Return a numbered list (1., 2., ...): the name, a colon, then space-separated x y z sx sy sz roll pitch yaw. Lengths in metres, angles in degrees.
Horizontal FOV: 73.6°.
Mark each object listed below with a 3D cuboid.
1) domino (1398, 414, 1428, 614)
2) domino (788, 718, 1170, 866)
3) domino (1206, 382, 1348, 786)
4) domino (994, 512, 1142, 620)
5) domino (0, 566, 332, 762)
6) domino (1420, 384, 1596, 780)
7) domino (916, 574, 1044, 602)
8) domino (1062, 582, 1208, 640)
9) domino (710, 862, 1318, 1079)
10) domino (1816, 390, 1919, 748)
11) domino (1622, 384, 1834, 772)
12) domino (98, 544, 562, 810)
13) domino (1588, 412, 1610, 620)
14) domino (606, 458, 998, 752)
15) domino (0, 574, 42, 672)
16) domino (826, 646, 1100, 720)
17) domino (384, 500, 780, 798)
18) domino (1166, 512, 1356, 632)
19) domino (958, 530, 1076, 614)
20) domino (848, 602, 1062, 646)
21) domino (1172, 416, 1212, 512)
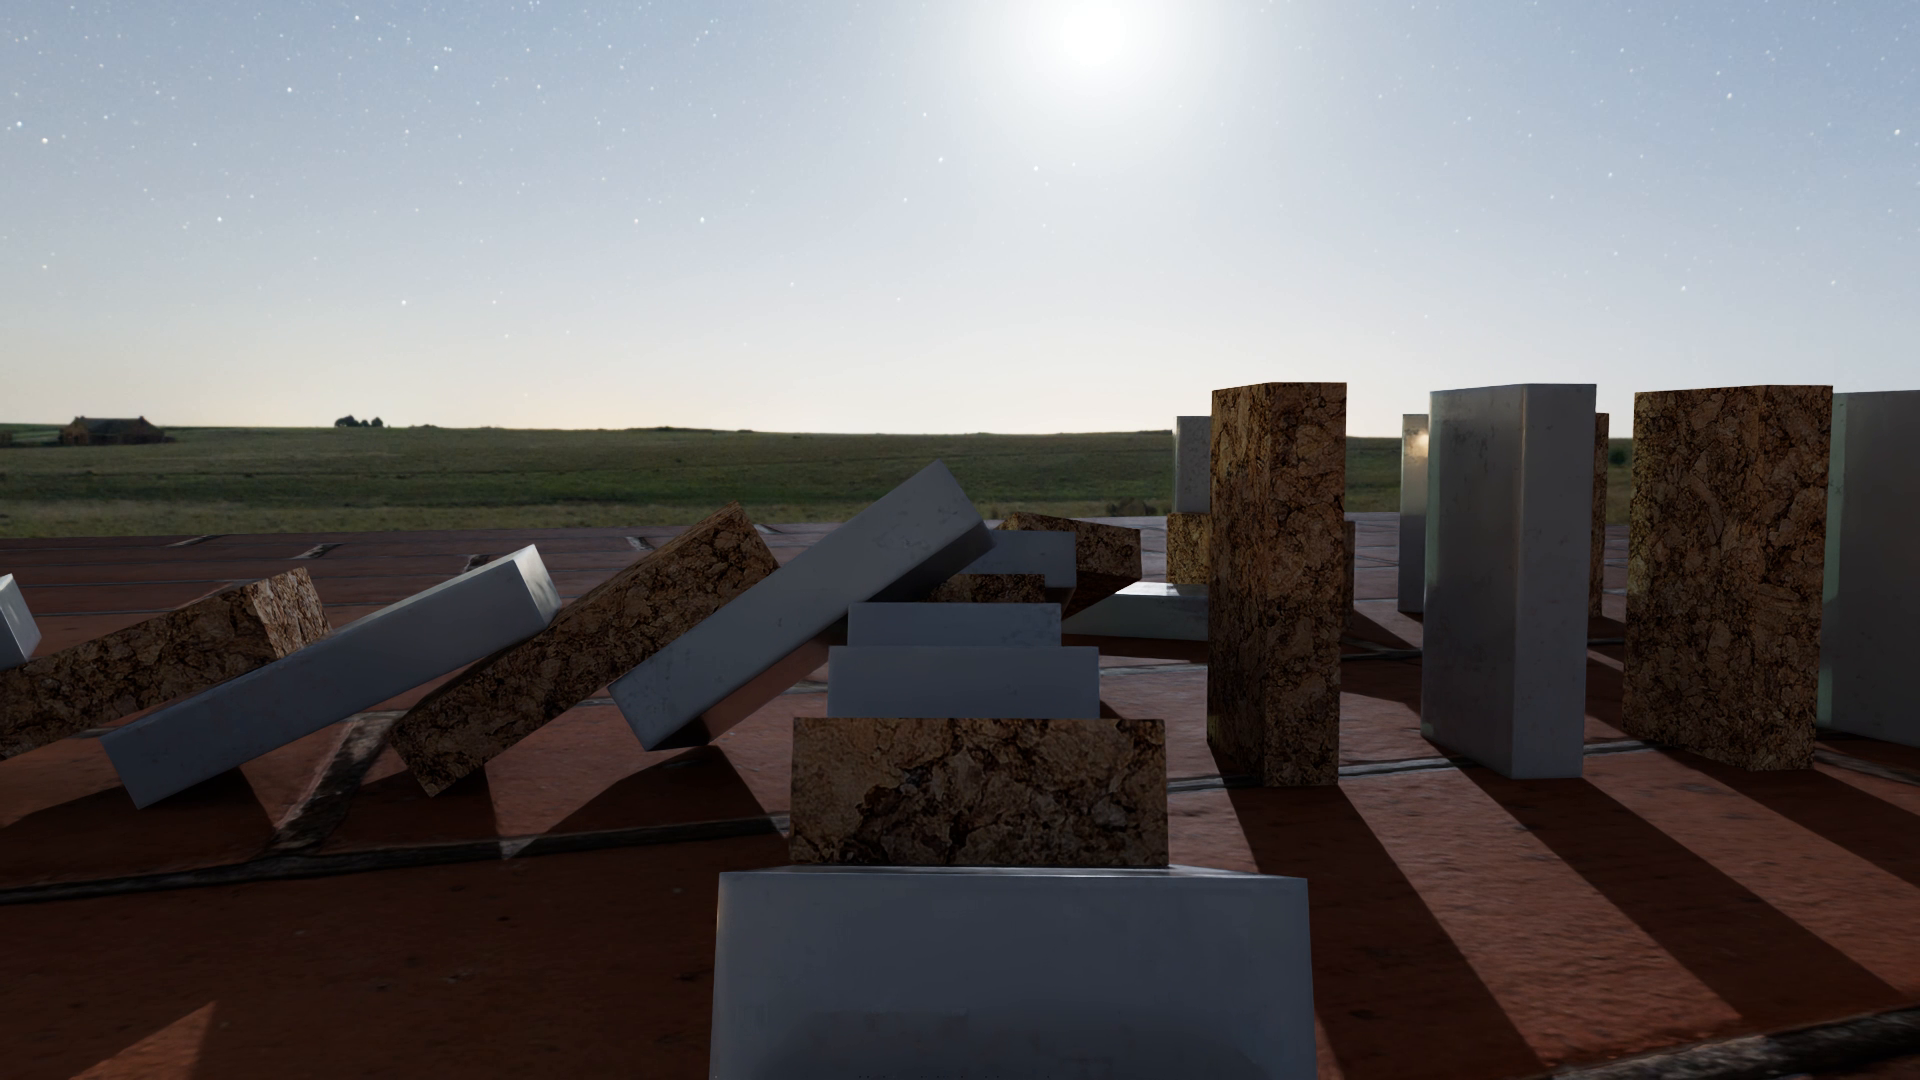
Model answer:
1. domino: 0.123 -0.007 0.332 0.009 0.050 0.025 3 5 37
2. domino: 0.002 0.022 0.110 0.025 0.010 0.050 0 -13 2
3. domino: 0.041 0.005 0.170 0.009 0.050 0.025 0 4 -5
4. domino: 0.012 0.008 0.253 0.025 0.009 0.050 8 -20 -21
5. domino: -0.108 0.018 0.159 0.050 0.010 0.025 -21 8 -10
6. domino: 0.073 0.005 0.174 0.010 0.050 0.025 0 4 -6
7. domino: 0.000 0.015 0.206 0.025 0.009 0.050 0 -13 1
8. domino: 0.045 0.016 0.293 0.050 0.010 0.025 2 5 20
9. domino: 0.003 0.025 0.078 0.025 0.009 0.050 0 -13 2
10. domino: 0.137 0.004 0.185 0.010 0.050 0.025 -1 5 -18
11. domino: 0.105 0.004 0.178 0.010 0.050 0.025 -1 4 -9
12. domino: -0.078 0.016 0.165 0.050 0.009 0.025 -25 9 -10
13. domino: 0.147 -0.006 0.311 0.025 0.050 0.010 -4 6 -45
14. domino: -0.019 0.009 0.169 0.050 0.010 0.025 -34 -9 1
15. domino: -0.141 0.019 0.153 0.050 0.009 0.025 -24 16 -29
16. domino: 0.001 0.020 0.142 0.025 0.010 0.050 0 -13 1
17. domino: -0.048 0.013 0.169 0.050 0.010 0.025 -33 10 -7
18. domino: 0.071 0.007 0.309 0.010 0.025 0.050 -3 5 -36
19. domino: 0.005 0.011 0.231 0.025 0.009 0.050 1 -19 -3
20. domino: -0.001 0.018 0.174 0.025 0.009 0.050 0 -13 0
21. domino: 0.064 -0.009 0.357 0.009 0.050 0.025 1 4 7
